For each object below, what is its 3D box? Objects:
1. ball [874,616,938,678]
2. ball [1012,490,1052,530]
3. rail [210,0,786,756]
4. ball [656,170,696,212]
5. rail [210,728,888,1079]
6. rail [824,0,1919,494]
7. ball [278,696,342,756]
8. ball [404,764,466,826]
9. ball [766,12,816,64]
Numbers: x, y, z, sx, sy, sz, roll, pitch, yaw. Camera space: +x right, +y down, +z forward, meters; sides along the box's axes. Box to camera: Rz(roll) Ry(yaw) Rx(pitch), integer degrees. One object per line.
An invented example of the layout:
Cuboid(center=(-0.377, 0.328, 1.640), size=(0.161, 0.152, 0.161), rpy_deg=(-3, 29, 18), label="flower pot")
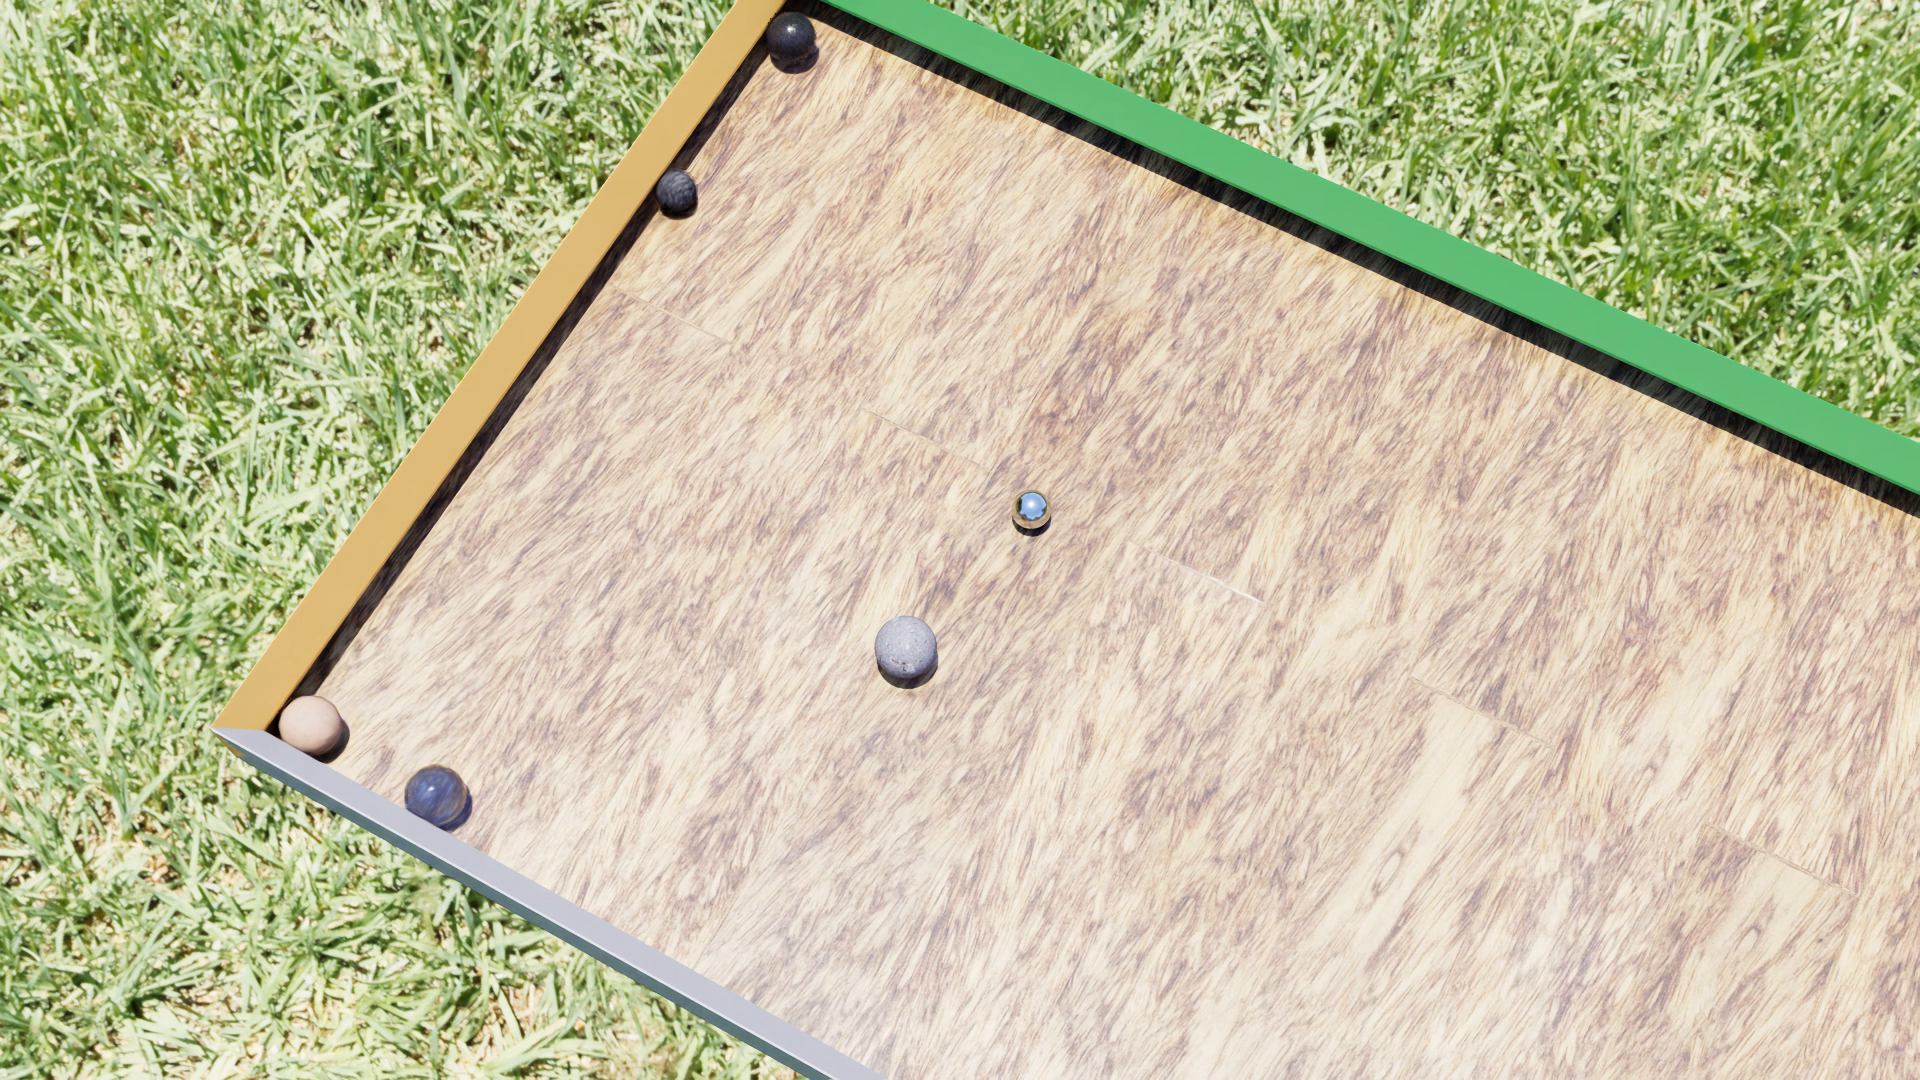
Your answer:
Cuboid(center=(-0.085, 0.168, 3.455), size=(0.099, 0.099, 0.099), rpy_deg=(0, 66, 0), label="ball")
Cuboid(center=(0.116, -0.050, 3.572), size=(0.065, 0.065, 0.065), rpy_deg=(0, 66, 0), label="ball")
Cuboid(center=(-0.704, -0.361, 3.675), size=(0.045, 0.129, 1.703), rpy_deg=(26, 68, 11), label="rail")
Cuboid(center=(-0.494, -0.606, 3.818), size=(0.071, 0.071, 0.071), rpy_deg=(0, 66, 0), label="ball")
Cuboid(center=(0.328, 1.014, 3.057), size=(3.304, 0.129, 0.045), rpy_deg=(26, 68, 11), label="rail")
Cuboid(center=(1.122, -0.311, 3.653), size=(3.304, 0.129, 0.045), rpy_deg=(26, 68, 11), label="rail")
Cuboid(center=(-1.005, 0.287, 3.404), size=(0.094, 0.094, 0.094), rpy_deg=(0, 66, 0), label="ball")
Cuboid(center=(-0.801, 0.389, 3.358), size=(0.094, 0.094, 0.094), rpy_deg=(0, 66, 0), label="ball")
Cuboid(center=(-0.302, -0.900, 3.941), size=(0.090, 0.090, 0.090), rpy_deg=(0, 66, 0), label="ball")
